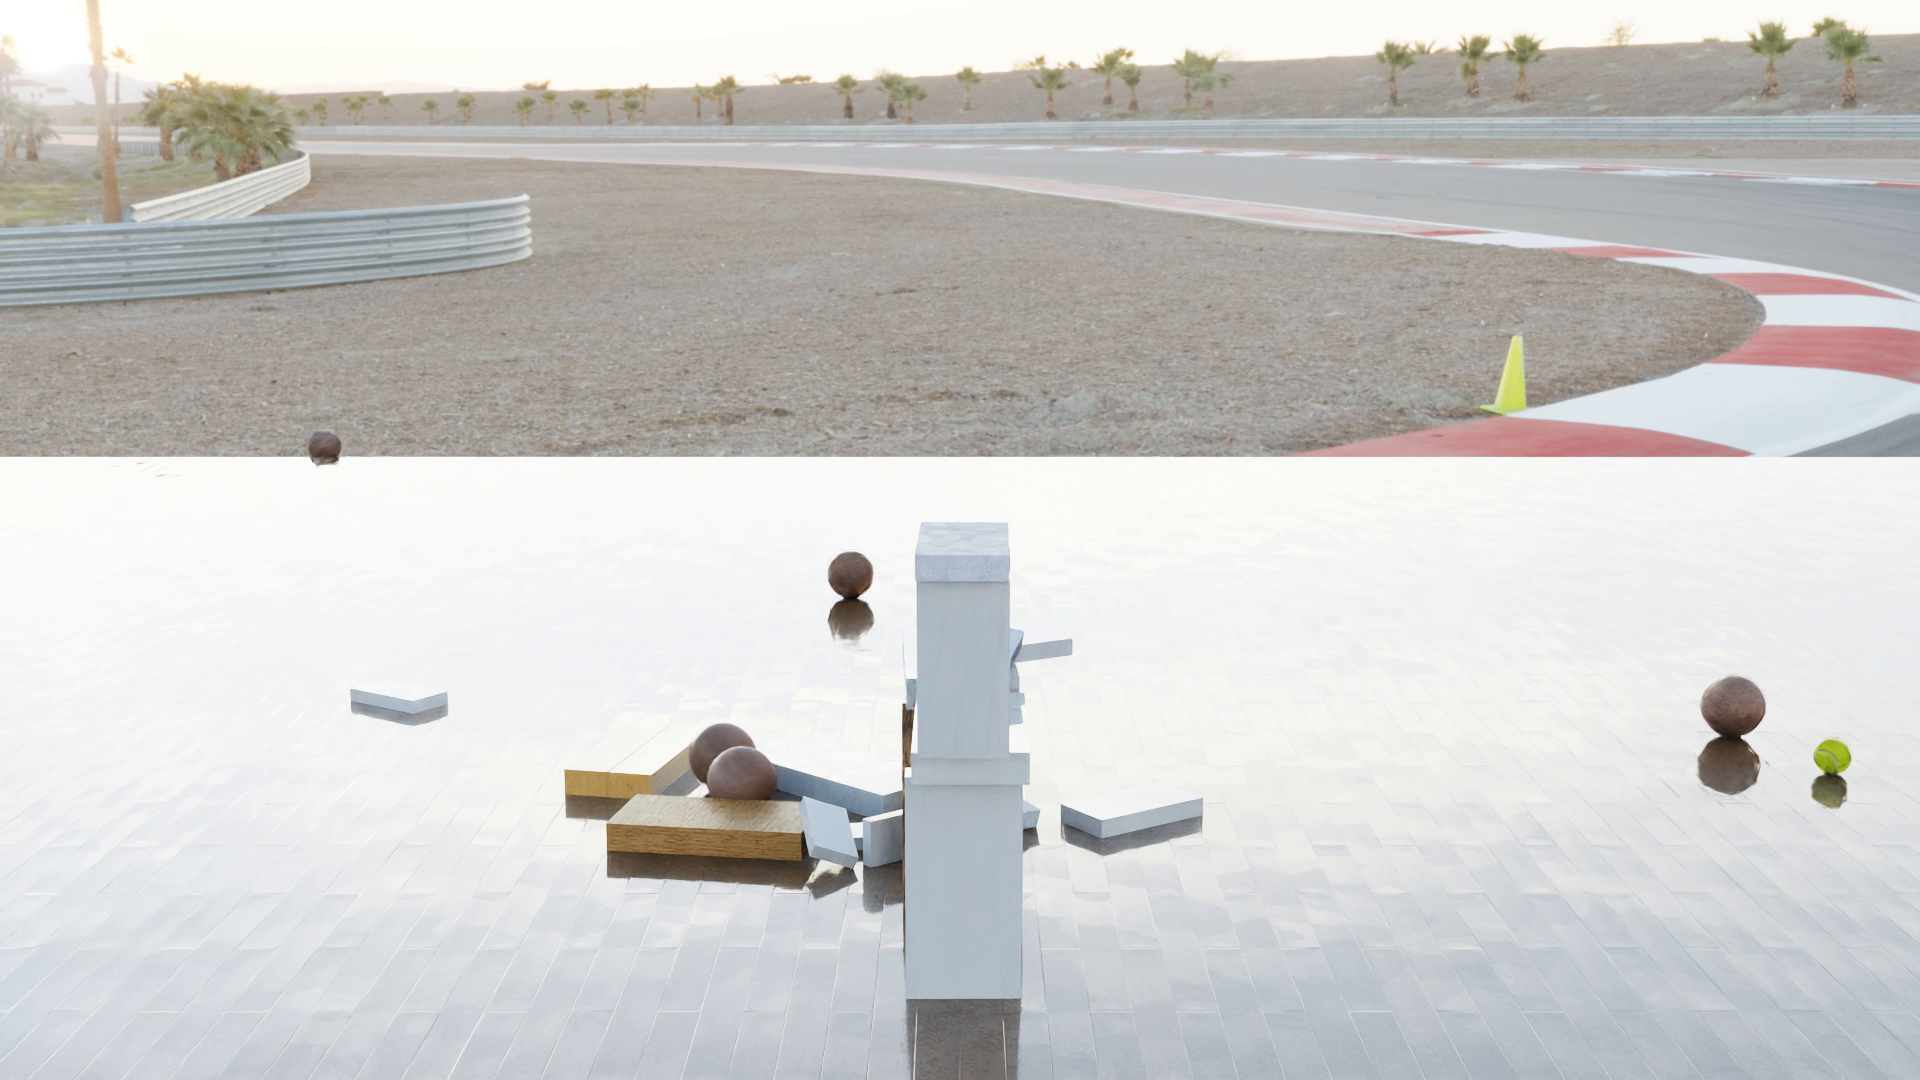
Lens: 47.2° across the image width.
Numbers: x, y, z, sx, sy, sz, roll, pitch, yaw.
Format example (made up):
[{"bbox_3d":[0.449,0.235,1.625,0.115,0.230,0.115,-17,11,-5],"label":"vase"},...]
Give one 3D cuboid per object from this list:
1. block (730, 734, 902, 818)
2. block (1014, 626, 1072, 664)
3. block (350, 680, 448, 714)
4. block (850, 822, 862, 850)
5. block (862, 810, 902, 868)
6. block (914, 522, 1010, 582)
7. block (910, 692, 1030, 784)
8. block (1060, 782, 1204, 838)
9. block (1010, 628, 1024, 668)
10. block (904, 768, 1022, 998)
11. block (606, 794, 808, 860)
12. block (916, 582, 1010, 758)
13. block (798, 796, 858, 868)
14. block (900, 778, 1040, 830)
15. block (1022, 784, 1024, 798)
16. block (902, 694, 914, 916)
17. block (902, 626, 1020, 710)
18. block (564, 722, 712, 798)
[{"bbox_3d":[-0.237,0.456,4.256,0.432,0.050,0.176,10,14,43],"label":"block"},{"bbox_3d":[0.071,0.175,3.591,0.202,0.029,0.101,-6,12,-28],"label":"block"},{"bbox_3d":[-1.250,0.347,4.897,0.202,0.029,0.101,7,13,33],"label":"block"},{"bbox_3d":[-0.141,0.528,3.939,0.165,0.023,0.082,-2,11,-13],"label":"block"},{"bbox_3d":[-0.096,0.515,3.850,0.165,0.082,0.023,-8,13,-38],"label":"block"},{"bbox_3d":[0.005,0.015,3.135,0.130,0.037,0.259,0,10,1],"label":"block"},{"bbox_3d":[0.016,0.294,3.286,0.169,0.048,0.338,0,11,0],"label":"block"},{"bbox_3d":[0.319,0.498,4.068,0.241,0.034,0.121,-7,13,-34],"label":"block"},{"bbox_3d":[0.026,0.191,3.444,0.101,0.029,0.224,13,26,9],"label":"block"},{"bbox_3d":[0.005,0.502,3.217,0.169,0.338,0.048,0,11,0],"label":"block"},{"bbox_3d":[-0.437,0.514,3.943,0.353,0.050,0.176,2,11,9],"label":"block"},{"bbox_3d":[0.005,0.176,3.080,0.130,0.259,0.037,0,13,1],"label":"block"},{"bbox_3d":[-0.231,0.511,3.849,0.082,0.023,0.165,19,19,-19],"label":"block"},{"bbox_3d":[0.019,0.469,4.050,0.241,0.034,0.121,26,19,39],"label":"block"},{"bbox_3d":[0.013,0.461,3.437,0.169,0.338,0.048,0,10,-1],"label":"block"},{"bbox_3d":[-0.003,0.430,3.556,0.178,0.356,0.050,0,11,0],"label":"block"},{"bbox_3d":[-0.003,0.208,3.632,0.178,0.050,0.356,0,11,-2],"label":"block"},{"bbox_3d":[-0.633,0.435,4.365,0.176,0.050,0.353,2,11,12],"label":"block"}]
